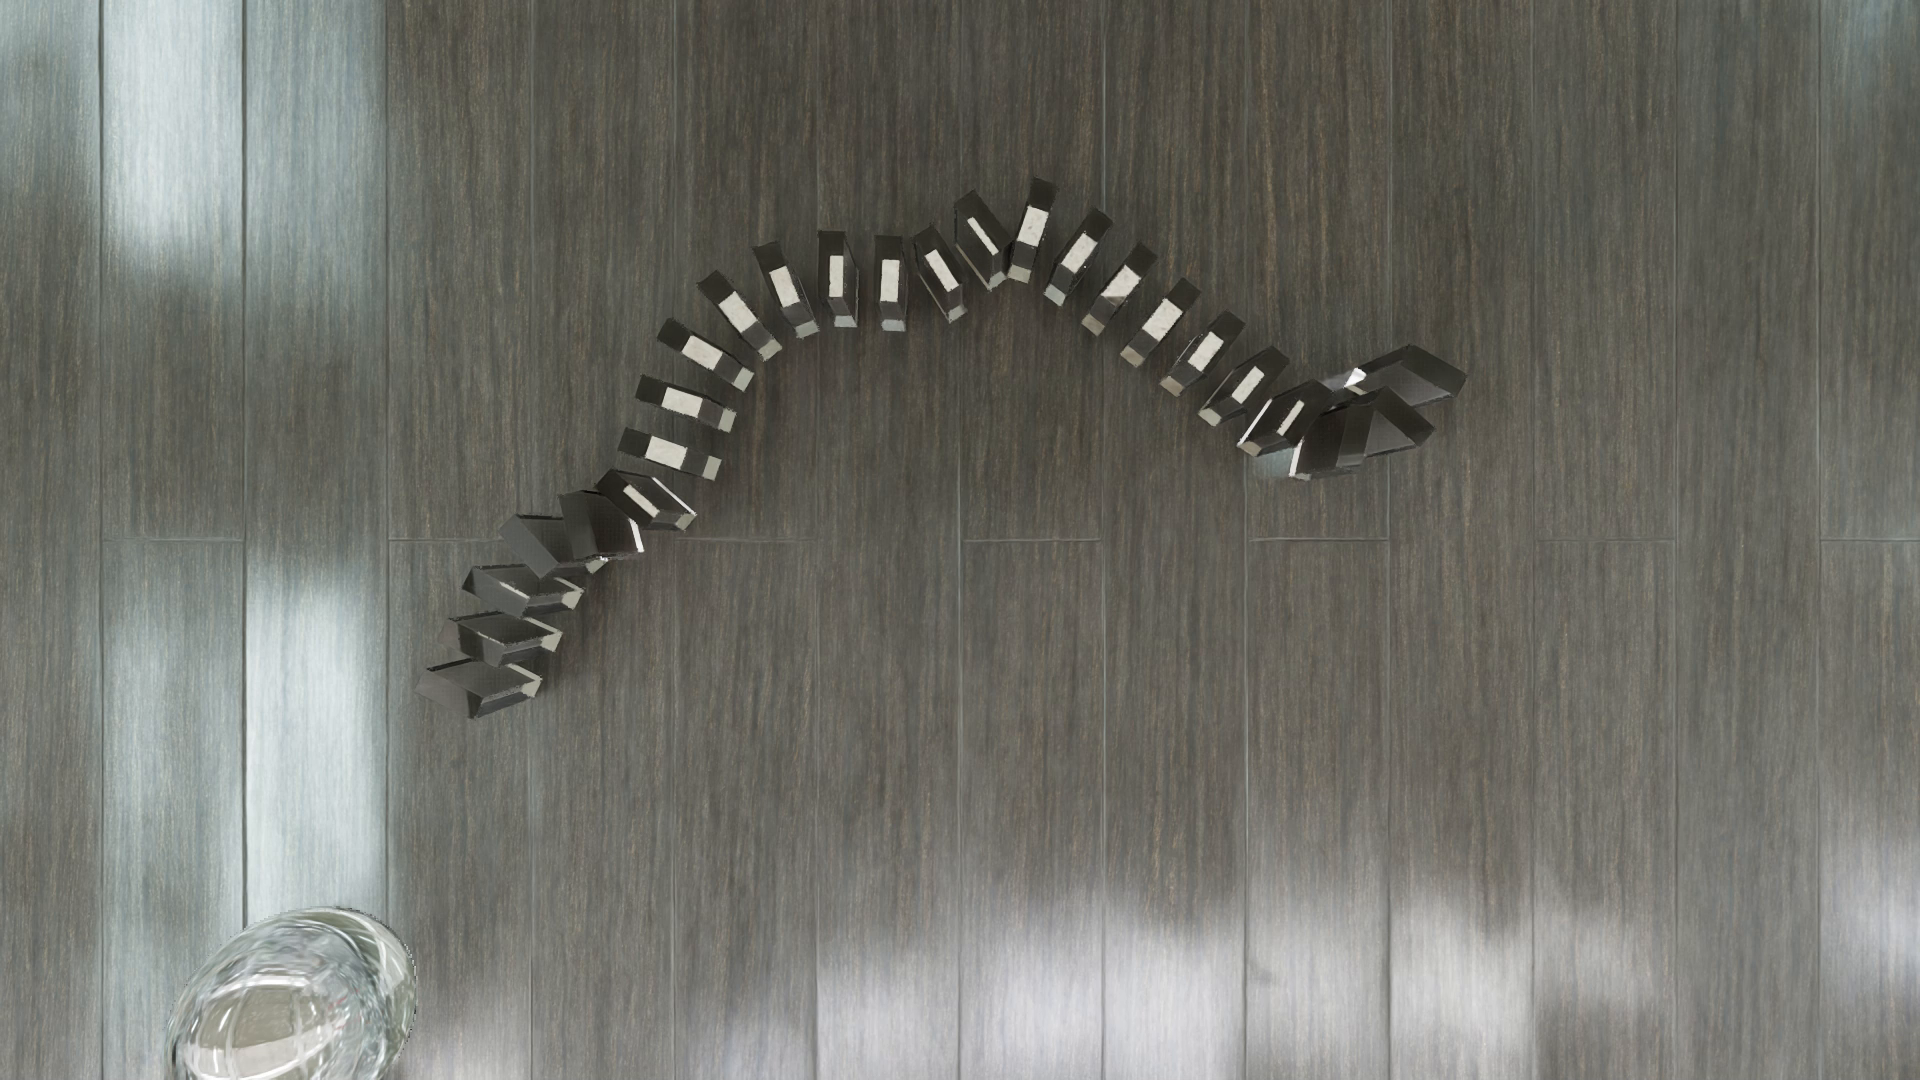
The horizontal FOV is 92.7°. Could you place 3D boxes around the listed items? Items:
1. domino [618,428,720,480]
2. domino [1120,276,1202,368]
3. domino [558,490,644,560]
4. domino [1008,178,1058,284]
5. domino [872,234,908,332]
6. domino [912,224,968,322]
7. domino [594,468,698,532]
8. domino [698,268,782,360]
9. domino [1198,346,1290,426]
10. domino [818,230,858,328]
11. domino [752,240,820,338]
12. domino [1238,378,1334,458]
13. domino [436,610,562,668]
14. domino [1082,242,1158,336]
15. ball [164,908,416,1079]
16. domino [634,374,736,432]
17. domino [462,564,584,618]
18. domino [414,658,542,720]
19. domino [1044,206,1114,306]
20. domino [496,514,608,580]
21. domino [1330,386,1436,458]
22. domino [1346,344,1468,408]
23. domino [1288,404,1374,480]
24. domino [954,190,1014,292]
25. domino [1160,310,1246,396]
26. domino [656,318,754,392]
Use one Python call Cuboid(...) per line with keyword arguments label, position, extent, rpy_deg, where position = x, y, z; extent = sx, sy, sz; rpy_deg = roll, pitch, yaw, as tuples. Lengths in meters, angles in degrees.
Cuboid(label="domino", position=(-0.118, -0.035, 0.375), extent=(0.025, 0.050, 0.010), rpy_deg=(19, 90, 0))
Cuboid(label="domino", position=(0.081, -0.088, 0.375), extent=(0.010, 0.050, 0.025), rpy_deg=(38, 90, 0))
Cuboid(label="domino", position=(-0.146, -0.006, 0.375), extent=(0.010, 0.050, 0.025), rpy_deg=(-15, 90, 0))
Cuboid(label="domino", position=(0.029, -0.125, 0.375), extent=(0.009, 0.050, 0.025), rpy_deg=(19, 90, 0))
Cuboid(label="domino", position=(-0.028, -0.104, 0.375), extent=(0.009, 0.050, 0.025), rpy_deg=(3, 90, 0))
Cuboid(label="domino", position=(-0.007, -0.108, 0.375), extent=(0.009, 0.050, 0.025), rpy_deg=(-32, 90, 0))
Cuboid(label="domino", position=(-0.127, -0.016, 0.375), extent=(0.025, 0.050, 0.010), rpy_deg=(41, 90, 0))
Cuboid(label="domino", position=(-0.089, -0.091, 0.375), extent=(0.009, 0.050, 0.025), rpy_deg=(-38, 90, 0))
Cuboid(label="domino", position=(0.115, -0.062, 0.375), extent=(0.009, 0.050, 0.025), rpy_deg=(39, 90, 0))
Cuboid(label="domino", position=(-0.049, -0.106, 0.375), extent=(0.009, 0.050, 0.025), rpy_deg=(1, 90, 0))
Cuboid(label="domino", position=(-0.070, -0.101, 0.375), extent=(0.009, 0.050, 0.025), rpy_deg=(-21, 90, 0))
Cuboid(label="domino", position=(0.132, -0.049, 0.375), extent=(0.010, 0.050, 0.025), rpy_deg=(35, 90, 0))
Cuboid(label="domino", position=(-0.187, 0.039, 0.375), extent=(0.025, 0.050, 0.009), rpy_deg=(24, 90, 0))
Cuboid(label="domino", position=(0.064, -0.101, 0.375), extent=(0.010, 0.050, 0.025), rpy_deg=(39, 90, 0))
Cuboid(label="ball", position=(-0.260, 0.188, 0.360), extent=(0.080, 0.080, 0.080), rpy_deg=(0, 90, 0))
Cuboid(label="domino", position=(-0.111, -0.055, 0.375), extent=(0.025, 0.050, 0.009), rpy_deg=(18, 90, 0))
Cuboid(label="domino", position=(-0.177, 0.020, 0.375), extent=(0.025, 0.050, 0.010), rpy_deg=(28, 90, 0))
Cuboid(label="domino", position=(-0.195, 0.059, 0.375), extent=(0.025, 0.050, 0.009), rpy_deg=(27, 90, 0))
Cuboid(label="domino", position=(0.048, -0.115, 0.375), extent=(0.010, 0.050, 0.025), rpy_deg=(36, 90, 0))
Cuboid(label="domino", position=(-0.165, 0.003, 0.375), extent=(0.009, 0.050, 0.025), rpy_deg=(-42, 90, 0))
Cuboid(label="domino", position=(0.169, -0.047, 0.375), extent=(0.025, 0.050, 0.010), rpy_deg=(41, 90, 0))
Cuboid(label="domino", position=(0.181, -0.065, 0.375), extent=(0.025, 0.050, 0.009), rpy_deg=(29, 90, 0))
Cuboid(label="domino", position=(0.151, -0.039, 0.375), extent=(0.010, 0.050, 0.025), rpy_deg=(13, 90, 0))
Cuboid(label="domino", position=(0.009, -0.121, 0.375), extent=(0.010, 0.050, 0.025), rpy_deg=(-37, 90, 0))
Cuboid(label="domino", position=(0.098, -0.075, 0.375), extent=(0.010, 0.050, 0.025), rpy_deg=(37, 90, 0))
Cuboid(label="domino", position=(-0.103, -0.075, 0.375), extent=(0.025, 0.050, 0.009), rpy_deg=(30, 90, 0))
